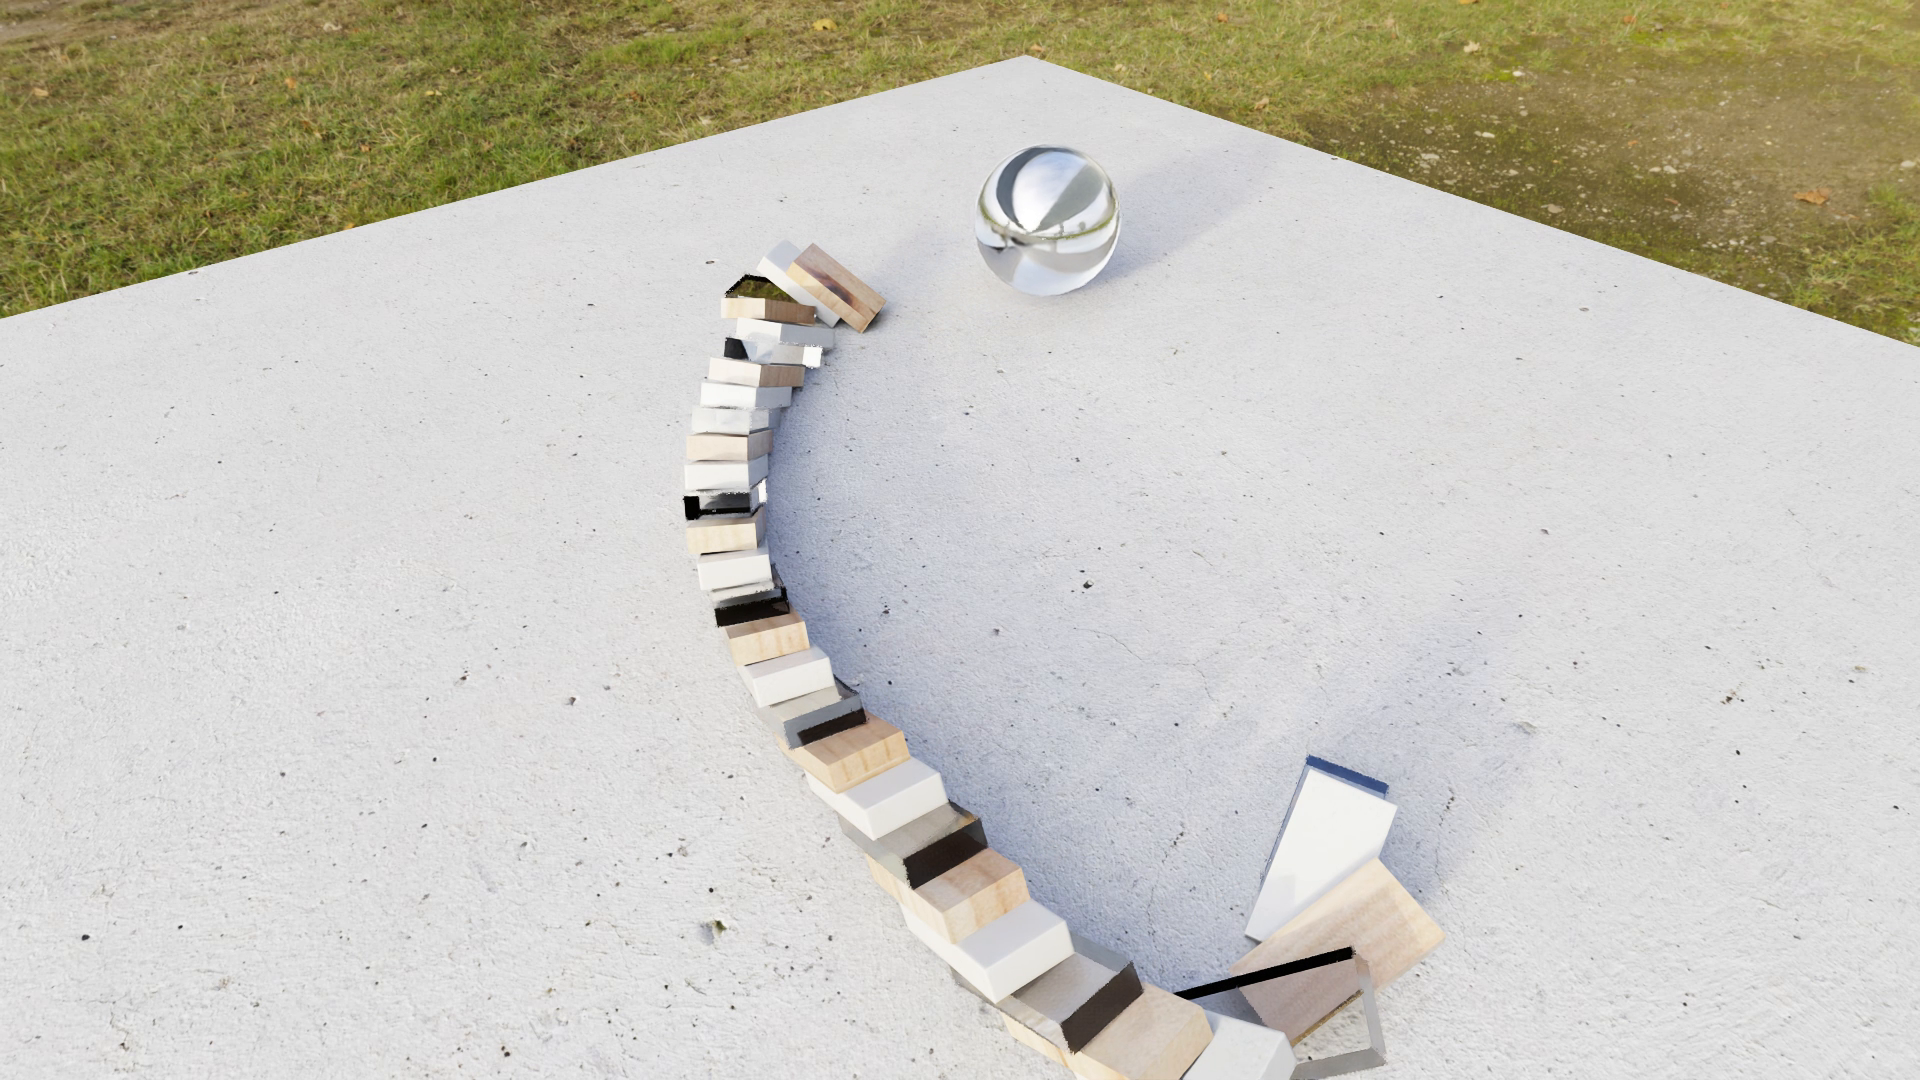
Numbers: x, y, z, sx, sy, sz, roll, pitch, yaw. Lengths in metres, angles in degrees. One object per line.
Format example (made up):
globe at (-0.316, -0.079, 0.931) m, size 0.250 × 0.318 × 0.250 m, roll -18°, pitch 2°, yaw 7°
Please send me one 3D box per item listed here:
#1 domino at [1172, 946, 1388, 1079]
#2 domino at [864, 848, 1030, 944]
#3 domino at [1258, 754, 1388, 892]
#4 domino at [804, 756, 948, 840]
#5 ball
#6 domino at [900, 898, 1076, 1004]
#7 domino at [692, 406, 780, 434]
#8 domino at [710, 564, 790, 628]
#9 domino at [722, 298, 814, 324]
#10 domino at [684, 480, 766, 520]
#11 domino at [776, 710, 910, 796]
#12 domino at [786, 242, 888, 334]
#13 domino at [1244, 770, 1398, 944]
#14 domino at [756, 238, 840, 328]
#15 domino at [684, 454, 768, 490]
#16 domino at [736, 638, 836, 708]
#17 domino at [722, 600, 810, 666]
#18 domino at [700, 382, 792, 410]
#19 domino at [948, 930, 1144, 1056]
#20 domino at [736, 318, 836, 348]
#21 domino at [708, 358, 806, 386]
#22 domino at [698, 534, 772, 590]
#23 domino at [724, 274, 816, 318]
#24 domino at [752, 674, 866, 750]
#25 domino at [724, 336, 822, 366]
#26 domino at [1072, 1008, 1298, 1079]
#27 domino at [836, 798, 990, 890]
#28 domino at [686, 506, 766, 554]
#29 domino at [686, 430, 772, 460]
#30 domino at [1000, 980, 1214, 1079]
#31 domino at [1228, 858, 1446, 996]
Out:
domino at (0.078, 0.121, 0.273) m, size 0.050 × 0.010 × 0.025 m, roll -28°, pitch 32°, yaw 26°
domino at (-0.005, 0.094, 0.310) m, size 0.025 × 0.009 × 0.050 m, roll -22°, pitch 14°, yaw -25°
domino at (0.111, 0.090, 0.334) m, size 0.025 × 0.009 × 0.050 m, roll 19°, pitch 43°, yaw 22°
domino at (-0.027, 0.074, 0.335) m, size 0.025 × 0.010 × 0.050 m, roll -22°, pitch 15°, yaw -25°
ball at (0.047, -0.174, 0.600) m, size 0.080 × 0.080 × 0.080 m, roll 0°, pitch 39°, yaw 0°
domino at (0.006, 0.104, 0.297) m, size 0.025 × 0.009 × 0.050 m, roll -23°, pitch 13°, yaw -25°
domino at (-0.099, -0.054, 0.491) m, size 0.025 × 0.010 × 0.050 m, roll 4°, pitch 10°, yaw 6°
domino at (-0.078, 0.020, 0.401) m, size 0.025 × 0.009 × 0.050 m, roll -11°, pitch 10°, yaw -13°
domino at (-0.098, -0.117, 0.565) m, size 0.025 × 0.009 × 0.050 m, roll 5°, pitch 9°, yaw 21°
domino at (-0.094, -0.017, 0.445) m, size 0.025 × 0.010 × 0.050 m, roll -3°, pitch 10°, yaw -3°
domino at (-0.038, 0.064, 0.347) m, size 0.025 × 0.010 × 0.050 m, roll -22°, pitch 15°, yaw -25°
domino at (-0.066, -0.135, 0.587) m, size 0.050 × 0.010 × 0.025 m, roll 37°, pitch 42°, yaw -9°
domino at (0.102, 0.094, 0.311) m, size 0.025 × 0.010 × 0.050 m, roll 21°, pitch 73°, yaw 22°
domino at (-0.082, -0.138, 0.592) m, size 0.050 × 0.010 × 0.025 m, roll 37°, pitch 42°, yaw -9°
domino at (-0.097, -0.029, 0.460) m, size 0.025 × 0.010 × 0.050 m, roll -1°, pitch 9°, yaw -1°
domino at (-0.061, 0.042, 0.373) m, size 0.025 × 0.010 × 0.050 m, roll -15°, pitch 12°, yaw -17°
domino at (-0.070, 0.031, 0.387) m, size 0.025 × 0.010 × 0.050 m, roll -13°, pitch 11°, yaw -15°
domino at (-0.097, -0.067, 0.506) m, size 0.025 × 0.009 × 0.050 m, roll 7°, pitch 10°, yaw 8°
domino at (0.021, 0.113, 0.286) m, size 0.025 × 0.010 × 0.050 m, roll -28°, pitch 16°, yaw -30°
domino at (-0.086, -0.103, 0.550) m, size 0.025 × 0.010 × 0.050 m, roll 13°, pitch 12°, yaw 23°
domino at (-0.095, -0.079, 0.522) m, size 0.025 × 0.009 × 0.050 m, roll 11°, pitch 11°, yaw 14°
domino at (-0.085, 0.008, 0.415) m, size 0.025 × 0.010 × 0.050 m, roll -8°, pitch 10°, yaw -9°
domino at (-0.101, -0.134, 0.606) m, size 0.050 × 0.010 × 0.025 m, roll 12°, pitch 41°, yaw 14°
domino at (-0.051, 0.053, 0.360) m, size 0.025 × 0.009 × 0.050 m, roll -18°, pitch 13°, yaw -20°
domino at (-0.091, -0.092, 0.536) m, size 0.025 × 0.009 × 0.050 m, roll 12°, pitch 11°, yaw 18°
domino at (0.053, 0.127, 0.268) m, size 0.050 × 0.009 × 0.025 m, roll -6°, pitch 27°, yaw 48°
domino at (-0.015, 0.084, 0.322) m, size 0.025 × 0.010 × 0.050 m, roll -22°, pitch 14°, yaw -25°
domino at (-0.090, -0.005, 0.430) m, size 0.025 × 0.010 × 0.050 m, roll -4°, pitch 10°, yaw -5°
domino at (-0.099, -0.042, 0.476) m, size 0.025 × 0.010 × 0.050 m, roll 2°, pitch 9°, yaw 2°
domino at (0.035, 0.121, 0.276) m, size 0.025 × 0.010 × 0.050 m, roll -33°, pitch 18°, yaw -32°
domino at (0.099, 0.110, 0.291) m, size 0.050 × 0.009 × 0.025 m, roll -36°, pitch 54°, yaw -3°
